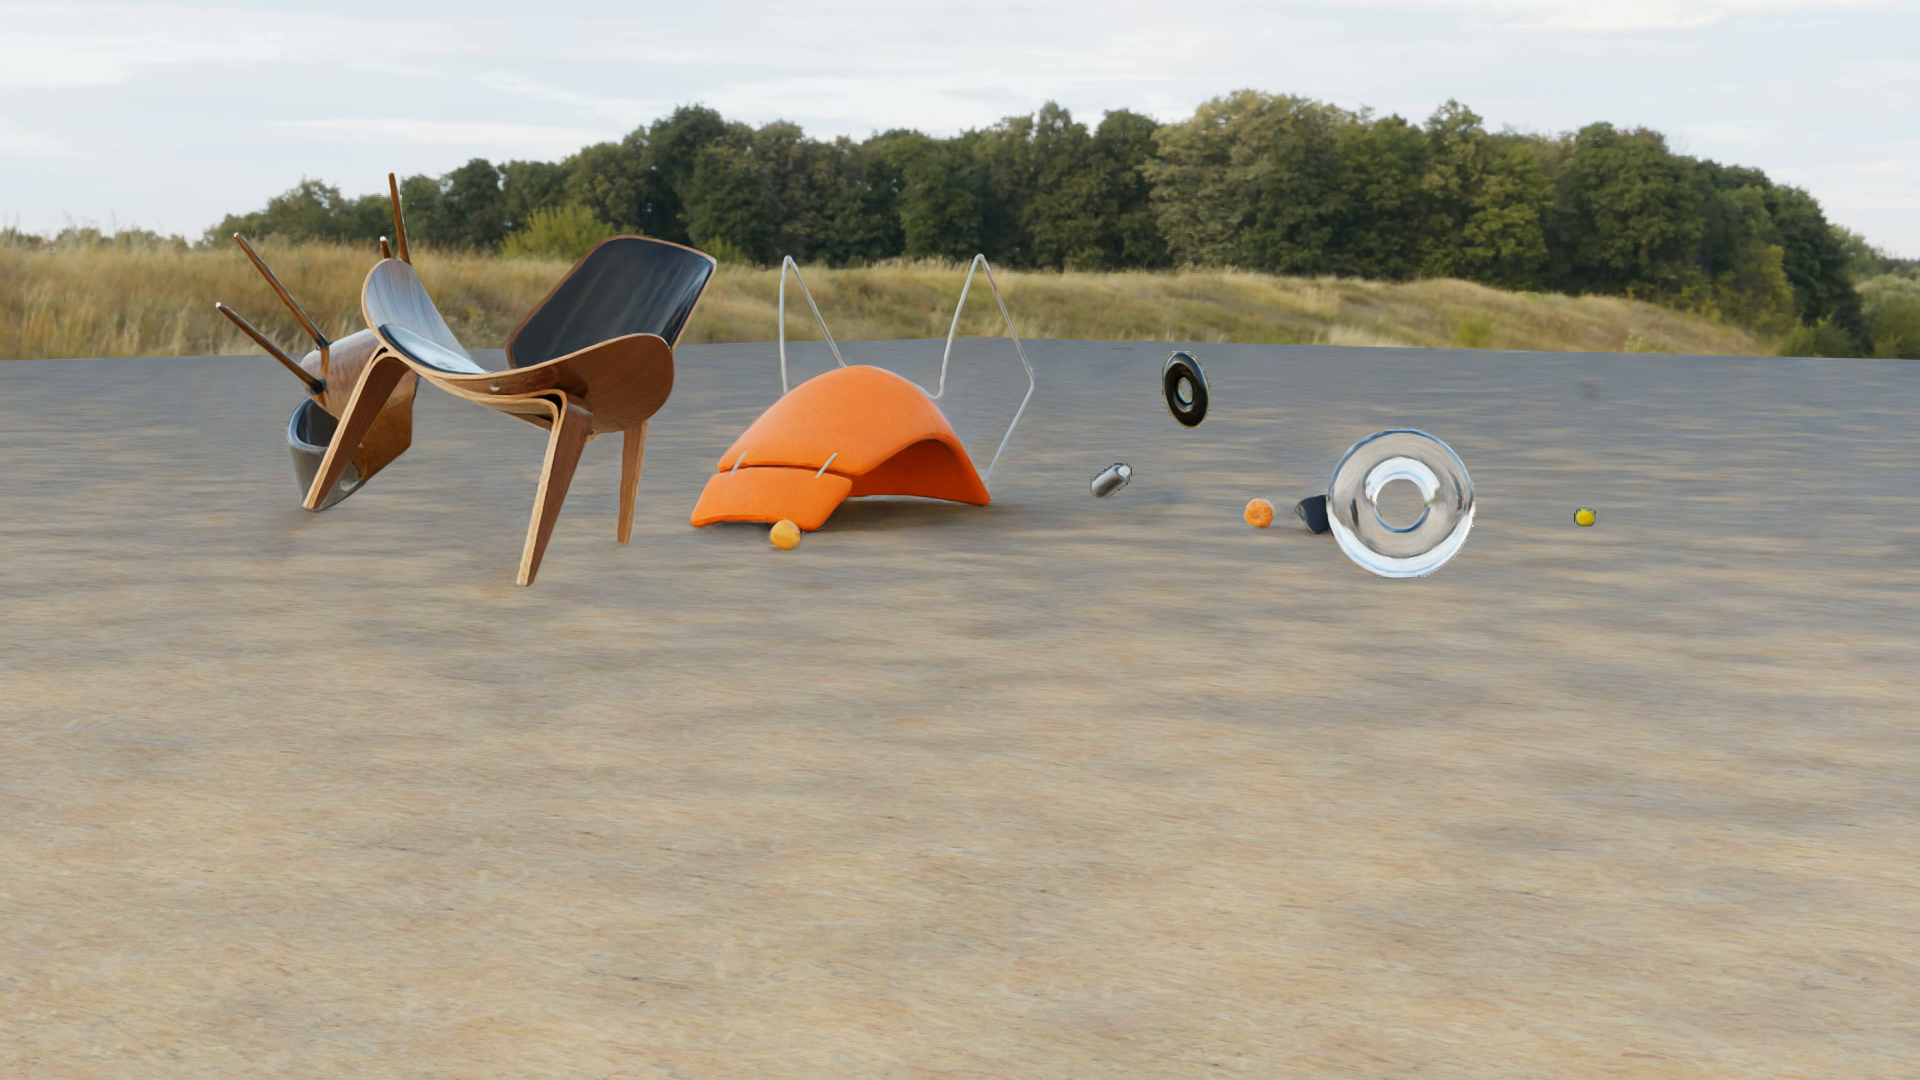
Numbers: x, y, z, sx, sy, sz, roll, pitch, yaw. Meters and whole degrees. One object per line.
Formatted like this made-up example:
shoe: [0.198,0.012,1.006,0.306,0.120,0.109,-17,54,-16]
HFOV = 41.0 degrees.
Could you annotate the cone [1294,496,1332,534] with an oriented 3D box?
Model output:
cone: [0.936,-0.042,6.595,0.206,0.096,0.144,4,26,26]

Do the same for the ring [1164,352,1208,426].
ring: [0.643,-0.429,7.306,0.125,0.217,0.056,-7,11,26]

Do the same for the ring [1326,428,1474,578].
ring: [0.962,-0.081,5.603,0.324,0.328,0.084,-6,3,-2]
